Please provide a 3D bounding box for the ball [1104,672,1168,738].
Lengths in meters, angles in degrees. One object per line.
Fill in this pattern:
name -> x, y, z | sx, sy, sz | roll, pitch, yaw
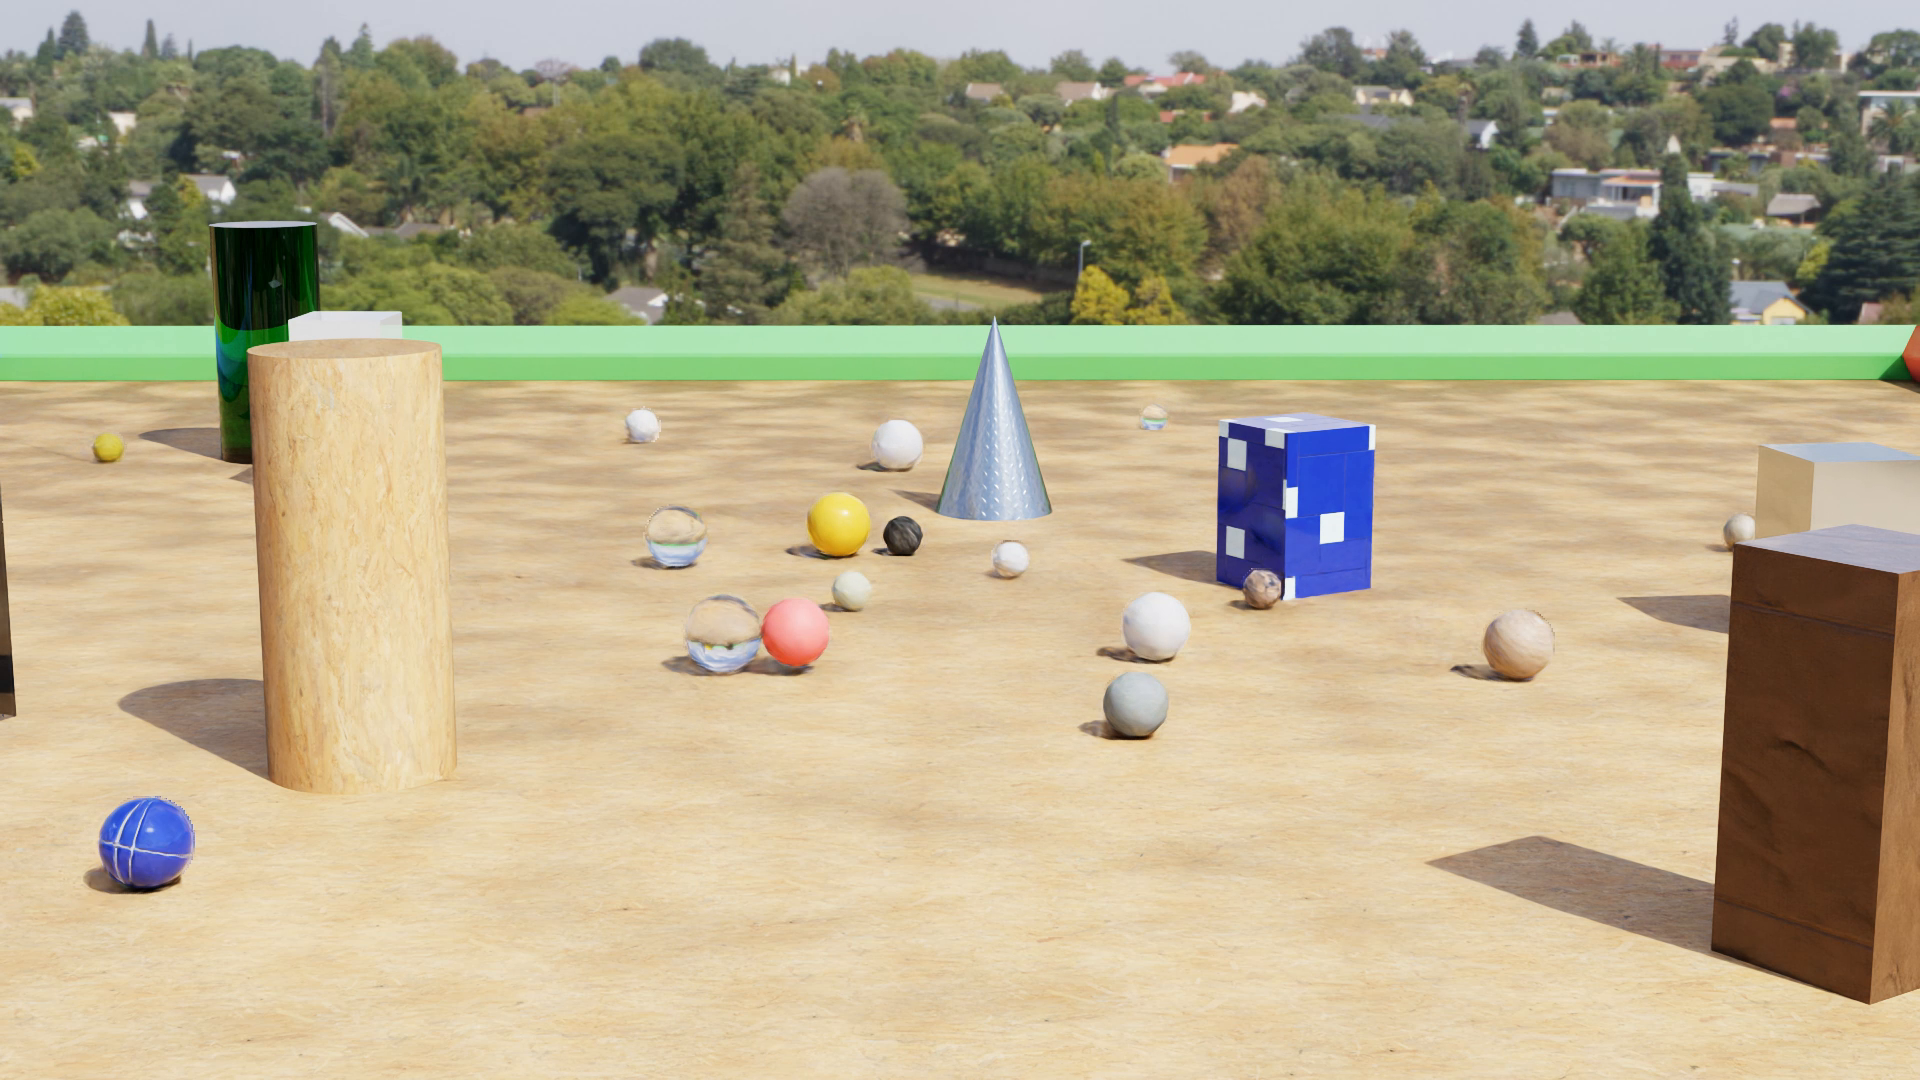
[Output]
ball -> 0.192, 0.180, 2.807 | 0.072, 0.072, 0.072 | 0, 11, 0

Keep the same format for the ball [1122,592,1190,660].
ball -> 0.242, 0.107, 3.166 | 0.084, 0.084, 0.084 | 0, 11, 0

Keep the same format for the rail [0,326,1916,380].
rail -> -0.015, -0.431, 5.940 | 4.480, 0.125, 0.045 | 0, 11, 0

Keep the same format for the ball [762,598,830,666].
ball -> -0.198, 0.111, 3.094 | 0.083, 0.083, 0.083 | 0, 11, 0

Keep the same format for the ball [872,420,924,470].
ball -> -0.113, -0.172, 4.641 | 0.093, 0.093, 0.093 | 0, 11, 0

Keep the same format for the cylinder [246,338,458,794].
cylinder -> -0.624, 0.022, 2.643 | 0.193, 0.441, 0.193 | 0, 11, 0

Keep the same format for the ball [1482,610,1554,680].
ball -> 0.668, 0.125, 3.069 | 0.083, 0.083, 0.083 | 0, 11, 0

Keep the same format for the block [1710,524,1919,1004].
block -> 0.732, 0.175, 2.084 | 0.154, 0.345, 0.154 | -7, 13, -34

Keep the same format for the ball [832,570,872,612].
ball -> -0.146, 0.069, 3.453 | 0.054, 0.054, 0.054 | 0, 11, 0

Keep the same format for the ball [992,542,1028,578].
ball -> 0.073, 0.028, 3.676 | 0.052, 0.052, 0.052 | 0, 11, 0

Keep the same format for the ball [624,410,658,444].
ball -> -0.618, -0.221, 4.976 | 0.066, 0.066, 0.066 | 0, 11, 0

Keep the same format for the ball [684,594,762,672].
ball -> -0.286, 0.113, 3.103 | 0.095, 0.095, 0.095 | 0, 11, 0

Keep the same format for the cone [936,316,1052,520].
cone -> 0.056, -0.207, 4.201 | 0.193, 0.323, 0.193 | 0, 11, 0

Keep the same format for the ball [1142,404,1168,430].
ball -> 0.390, -0.246, 5.145 | 0.054, 0.054, 0.054 | 0, 11, 0

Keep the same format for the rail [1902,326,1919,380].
rail -> 2.216, 0.030, 3.462 | 0.045, 0.125, 5.115 | 0, 11, 0

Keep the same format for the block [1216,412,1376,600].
block -> 0.471, -0.050, 3.608 | 0.154, 0.231, 0.154 | -6, 12, -31

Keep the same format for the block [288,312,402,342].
block -> -1.047, -0.234, 4.401 | 0.154, 0.302, 0.154 | 0, 11, 1

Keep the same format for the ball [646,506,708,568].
ball -> -0.414, -0.005, 3.751 | 0.090, 0.090, 0.090 | 0, 11, 0

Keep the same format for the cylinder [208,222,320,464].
cylinder -> -1.285, -0.369, 4.770 | 0.193, 0.433, 0.193 | 0, 11, 0

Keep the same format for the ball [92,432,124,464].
ball -> -1.571, -0.170, 4.732 | 0.057, 0.057, 0.057 | 0, 11, 0

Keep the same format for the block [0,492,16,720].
block -> -1.170, 0.073, 2.842 | 0.154, 0.269, 0.154 | 5, 12, 27

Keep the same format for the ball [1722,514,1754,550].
ball -> 1.180, -0.010, 3.873 | 0.056, 0.056, 0.056 | 0, 11, 0

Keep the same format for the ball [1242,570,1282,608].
ball -> 0.409, 0.066, 3.469 | 0.053, 0.053, 0.053 | 0, 11, 0

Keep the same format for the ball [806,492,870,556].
ball -> -0.181, -0.023, 3.832 | 0.096, 0.096, 0.096 | 0, 11, 0

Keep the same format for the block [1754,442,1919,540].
block -> 1.128, 0.004, 3.297 | 0.154, 0.238, 0.154 | -2, 11, -8

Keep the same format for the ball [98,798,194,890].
ball -> -0.727, 0.271, 2.291 | 0.082, 0.082, 0.082 | 0, 11, 0

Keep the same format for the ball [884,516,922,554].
ball -> -0.086, -0.007, 3.847 | 0.058, 0.058, 0.058 | 0, 11, 0
